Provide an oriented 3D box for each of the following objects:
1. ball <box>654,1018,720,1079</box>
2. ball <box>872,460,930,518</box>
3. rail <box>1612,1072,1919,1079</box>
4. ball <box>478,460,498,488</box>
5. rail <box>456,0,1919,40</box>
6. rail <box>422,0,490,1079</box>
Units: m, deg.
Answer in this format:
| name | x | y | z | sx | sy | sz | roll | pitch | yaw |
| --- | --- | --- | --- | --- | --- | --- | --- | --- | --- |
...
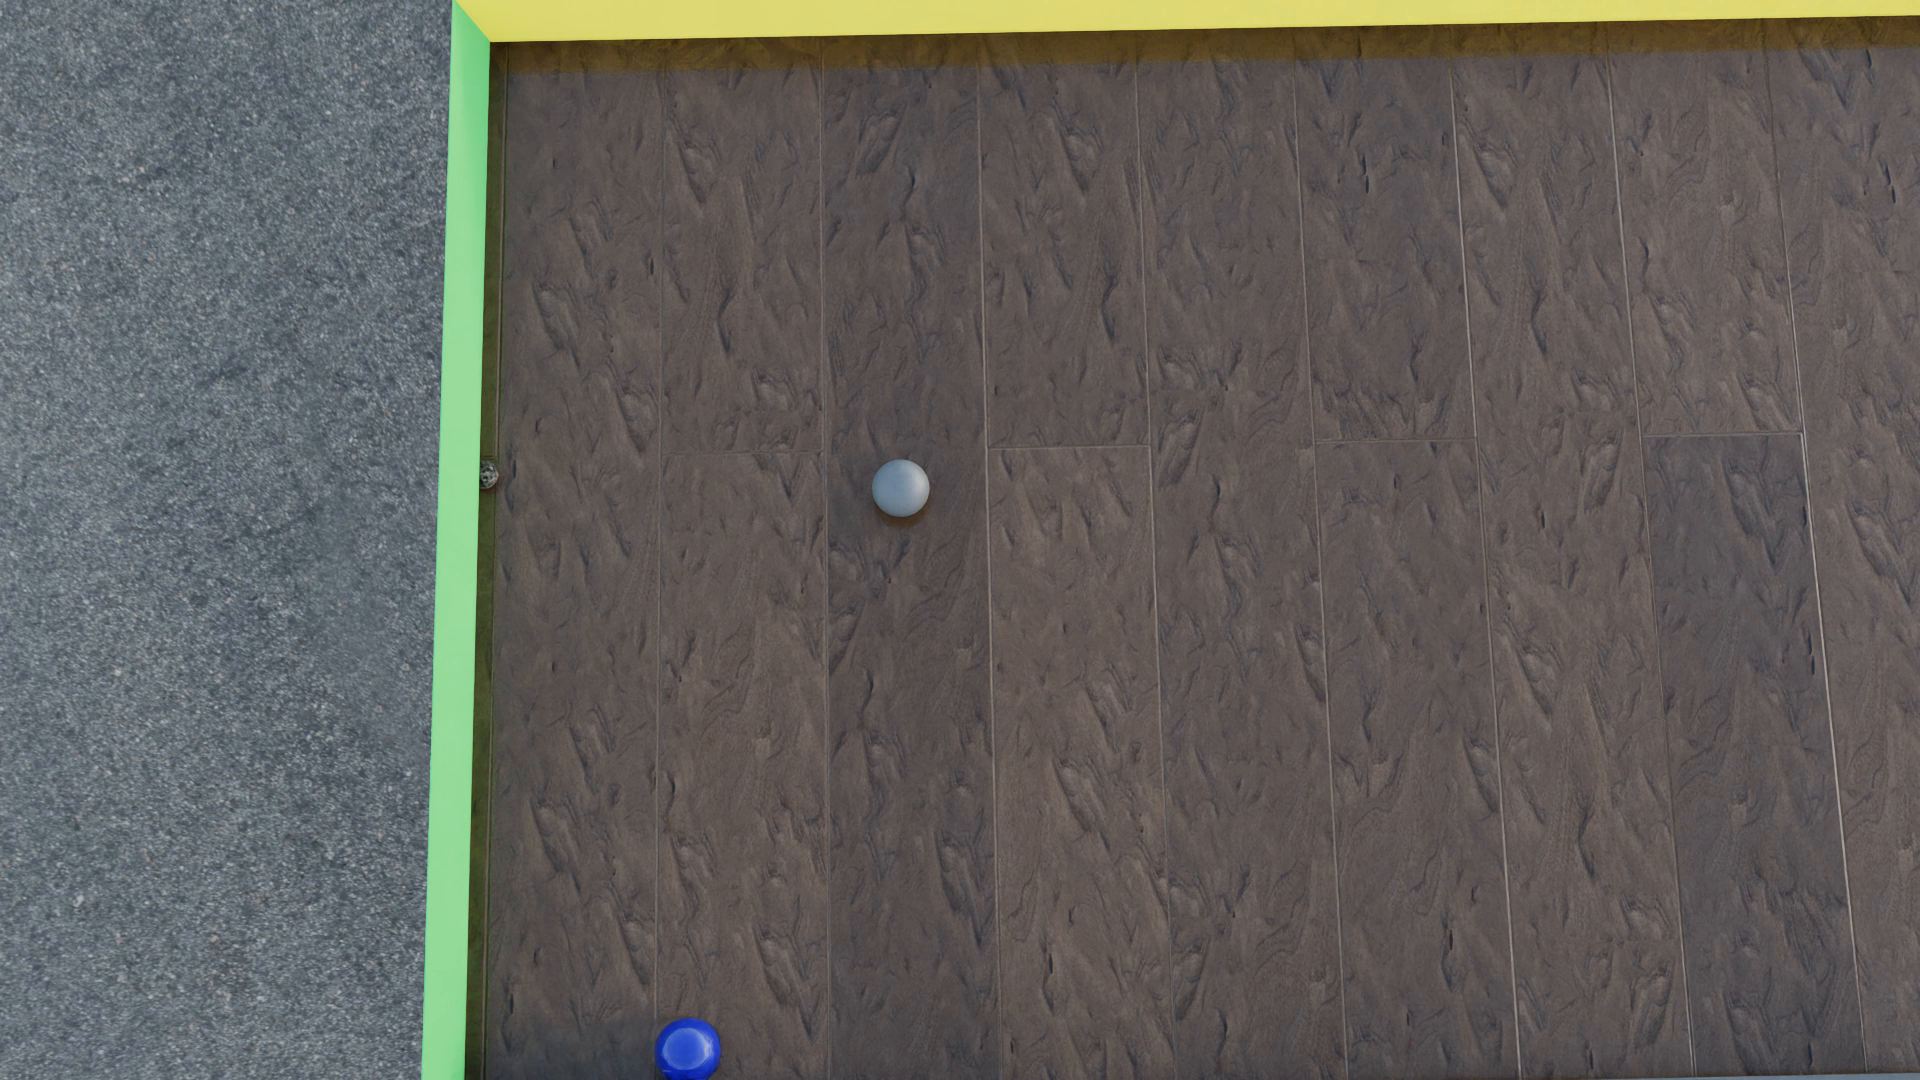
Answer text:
| name | x | y | z | sx | sy | sz | roll | pitch | yaw |
| --- | --- | --- | --- | --- | --- | --- | --- | --- | --- |
| ball | -0.390 | 0.730 | 3.139 | 0.094 | 0.094 | 0.094 | 0 | 78 | 0 |
| ball | -0.089 | -0.078 | 3.309 | 0.087 | 0.087 | 0.087 | 0 | 78 | 0 |
| rail | 0.782 | 0.789 | 3.112 | 3.060 | 0.122 | 0.045 | -1 | 78 | 0 |
| ball | -0.722 | -0.099 | 3.336 | 0.043 | 0.043 | 0.043 | 0 | 78 | 0 |
| rail | 0.748 | -0.831 | 3.445 | 3.060 | 0.122 | 0.045 | -1 | 78 | 0 |
| rail | -0.741 | 0.009 | 3.272 | 0.045 | 0.122 | 1.701 | -1 | 78 | 0 |
